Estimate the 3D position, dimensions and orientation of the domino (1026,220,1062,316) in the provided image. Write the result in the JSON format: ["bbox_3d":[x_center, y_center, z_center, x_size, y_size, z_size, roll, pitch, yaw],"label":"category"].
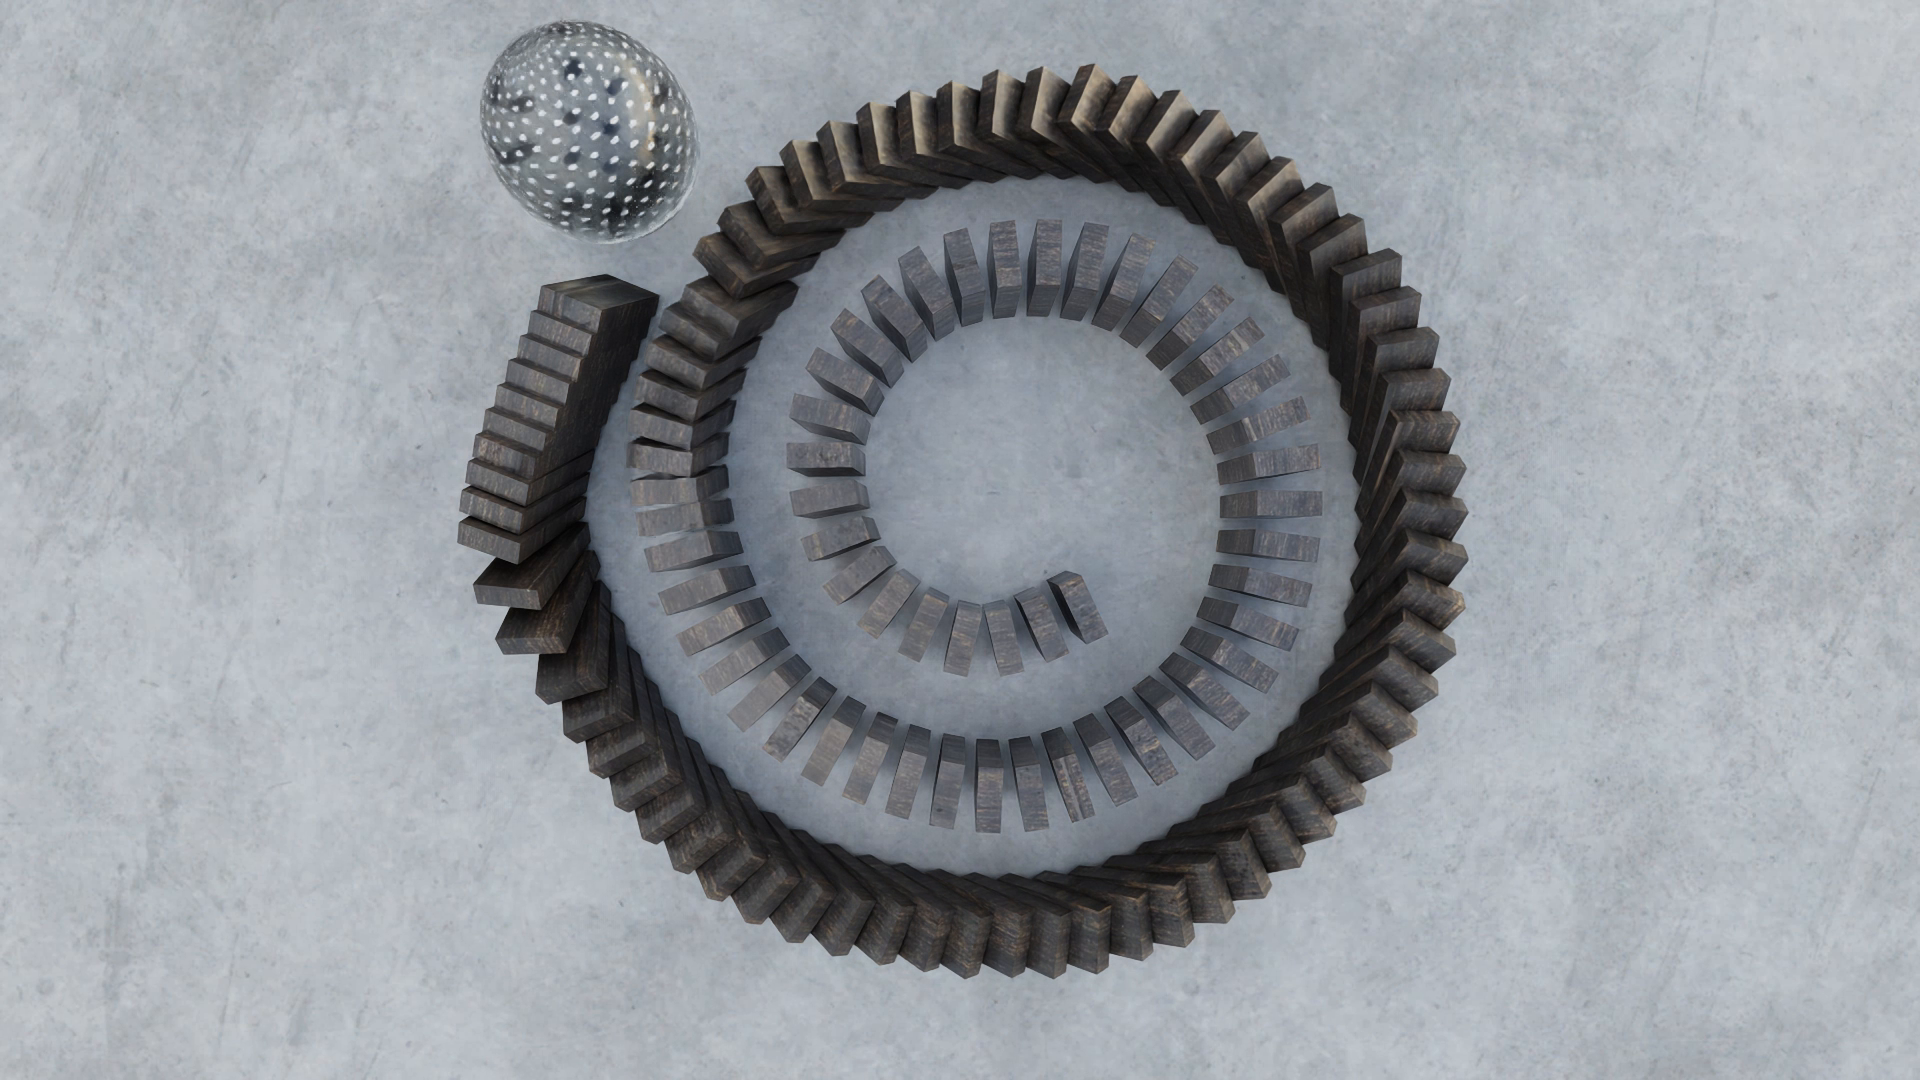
[{"bbox_3d":[0.034,-0.110,0.375,0.010,0.050,0.025,1,90,0],"label":"domino"}]

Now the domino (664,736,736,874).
[{"bbox_3d":[-0.113,0.109,0.381,0.025,0.009,0.050,-38,51,0],"label":"domino"}]

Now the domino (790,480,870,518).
[{"bbox_3d":[-0.052,-0.016,0.375,0.025,0.050,0.009,-11,90,0],"label":"domino"}]

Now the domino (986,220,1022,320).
[{"bbox_3d":[0.018,-0.109,0.375,0.009,0.050,0.025,-7,90,0],"label":"domino"}]

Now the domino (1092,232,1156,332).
[{"bbox_3d":[0.066,-0.104,0.375,0.009,0.050,0.025,21,90,0],"label":"domino"}]

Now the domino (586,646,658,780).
[{"bbox_3d":[-0.143,0.071,0.381,0.025,0.010,0.050,-28,52,0],"label":"domino"}]

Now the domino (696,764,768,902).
[{"bbox_3d":[-0.102,0.121,0.381,0.025,0.009,0.050,-43,51,0],"label":"domino"}]

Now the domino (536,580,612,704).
[{"bbox_3d":[-0.160,0.042,0.380,0.025,0.009,0.050,-17,49,0],"label":"domino"}]

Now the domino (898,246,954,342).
[{"bbox_3d":[-0.013,-0.099,0.375,0.009,0.050,0.025,-32,90,0],"label":"domino"}]

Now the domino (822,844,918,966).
[{"bbox_3d":[-0.043,0.150,0.381,0.050,0.010,0.025,22,90,38],"label":"domino"}]

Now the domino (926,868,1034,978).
[{"bbox_3d":[0.006,0.158,0.381,0.050,0.010,0.025,8,90,38],"label":"domino"}]

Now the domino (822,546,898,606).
[{"bbox_3d":[-0.040,0.014,0.375,0.025,0.050,0.010,-38,90,0],"label":"domino"}]

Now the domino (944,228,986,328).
[{"bbox_3d":[0.002,-0.106,0.375,0.010,0.050,0.025,-17,90,0],"label":"domino"}]

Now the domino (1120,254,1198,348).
[{"bbox_3d":[0.080,-0.096,0.375,0.009,0.050,0.025,35,90,0],"label":"domino"}]

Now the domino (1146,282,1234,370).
[{"bbox_3d":[0.093,-0.086,0.375,0.009,0.050,0.025,44,90,0],"label":"domino"}]

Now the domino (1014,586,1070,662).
[{"bbox_3d":[0.033,0.034,0.375,0.010,0.050,0.025,-24,90,0],"label":"domino"}]

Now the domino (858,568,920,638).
[{"bbox_3d":[-0.028,0.025,0.375,0.010,0.050,0.025,37,90,0],"label":"domino"}]

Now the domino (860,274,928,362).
[{"bbox_3d":[-0.026,-0.089,0.375,0.010,0.050,0.025,-43,90,0],"label":"domino"}]

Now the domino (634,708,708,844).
[{"bbox_3d":[-0.124,0.097,0.381,0.025,0.009,0.050,-34,52,0],"label":"domino"}]

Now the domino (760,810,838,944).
[{"bbox_3d":[-0.074,0.139,0.381,0.050,0.010,0.025,35,90,39],"label":"domino"}]

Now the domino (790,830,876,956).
[{"bbox_3d":[-0.059,0.145,0.381,0.050,0.010,0.025,28,90,39],"label":"domino"}]

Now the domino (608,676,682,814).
[{"bbox_3d":[-0.134,0.084,0.381,0.025,0.010,0.050,-31,52,0],"label":"domino"}]

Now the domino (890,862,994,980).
[{"bbox_3d":[-0.011,0.157,0.381,0.050,0.010,0.025,15,90,38],"label":"domino"}]

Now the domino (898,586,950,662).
[{"bbox_3d":[-0.014,0.034,0.375,0.009,0.050,0.025,26,90,0],"label":"domino"}]

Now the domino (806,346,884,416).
[{"bbox_3d":[-0.046,-0.064,0.375,0.025,0.050,0.009,29,90,0],"label":"domino"}]

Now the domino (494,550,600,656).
[{"bbox_3d":[-0.169,0.025,0.378,0.025,0.050,0.010,-2,132,0],"label":"domino"}]

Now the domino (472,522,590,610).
[{"bbox_3d":[-0.174,0.009,0.376,0.025,0.050,0.009,5,123,0],"label":"domino"}]

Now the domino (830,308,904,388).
[{"bbox_3d":[-0.037,-0.077,0.375,0.025,0.050,0.010,38,90,0],"label":"domino"}]

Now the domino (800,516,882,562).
[{"bbox_3d":[-0.048,0.000,0.375,0.025,0.050,0.010,-21,90,0],"label":"domino"}]

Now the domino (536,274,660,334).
[{"bbox_3d":[-0.147,-0.098,0.375,0.025,0.050,0.010,22,113,0],"label":"domino"}]

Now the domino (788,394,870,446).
[{"bbox_3d":[-0.052,-0.049,0.375,0.025,0.050,0.010,13,90,0],"label":"domino"}]

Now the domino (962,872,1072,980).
[{"bbox_3d":[0.022,0.159,0.381,0.050,0.010,0.025,6,90,38],"label":"domino"}]

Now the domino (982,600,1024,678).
[{"bbox_3d":[0.017,0.039,0.375,0.009,0.050,0.025,-13,90,0],"label":"domino"}]

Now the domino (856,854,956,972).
[{"bbox_3d":[-0.027,0.154,0.381,0.050,0.010,0.025,17,90,38],"label":"domino"}]

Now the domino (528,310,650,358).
[{"bbox_3d":[-0.150,-0.088,0.375,0.025,0.050,0.009,22,113,0],"label":"domino"}]

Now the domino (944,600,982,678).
[{"bbox_3d":[0.001,0.039,0.375,0.009,0.050,0.025,13,90,0],"label":"domino"}]

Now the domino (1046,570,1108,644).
[{"bbox_3d":[0.047,0.027,0.375,0.010,0.050,0.025,-25,90,0],"label":"domino"}]

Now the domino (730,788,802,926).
[{"bbox_3d":[-0.089,0.131,0.381,0.025,0.009,0.050,-49,51,0],"label":"domino"}]

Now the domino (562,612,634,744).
[{"bbox_3d":[-0.152,0.057,0.381,0.025,0.010,0.050,-23,52,0],"label":"domino"}]

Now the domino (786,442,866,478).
[{"bbox_3d":[-0.054,-0.032,0.375,0.025,0.050,0.010,-1,90,0],"label":"domino"}]

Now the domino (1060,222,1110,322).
[{"bbox_3d":[0.050,-0.108,0.375,0.009,0.050,0.025,10,90,0],"label":"domino"}]
